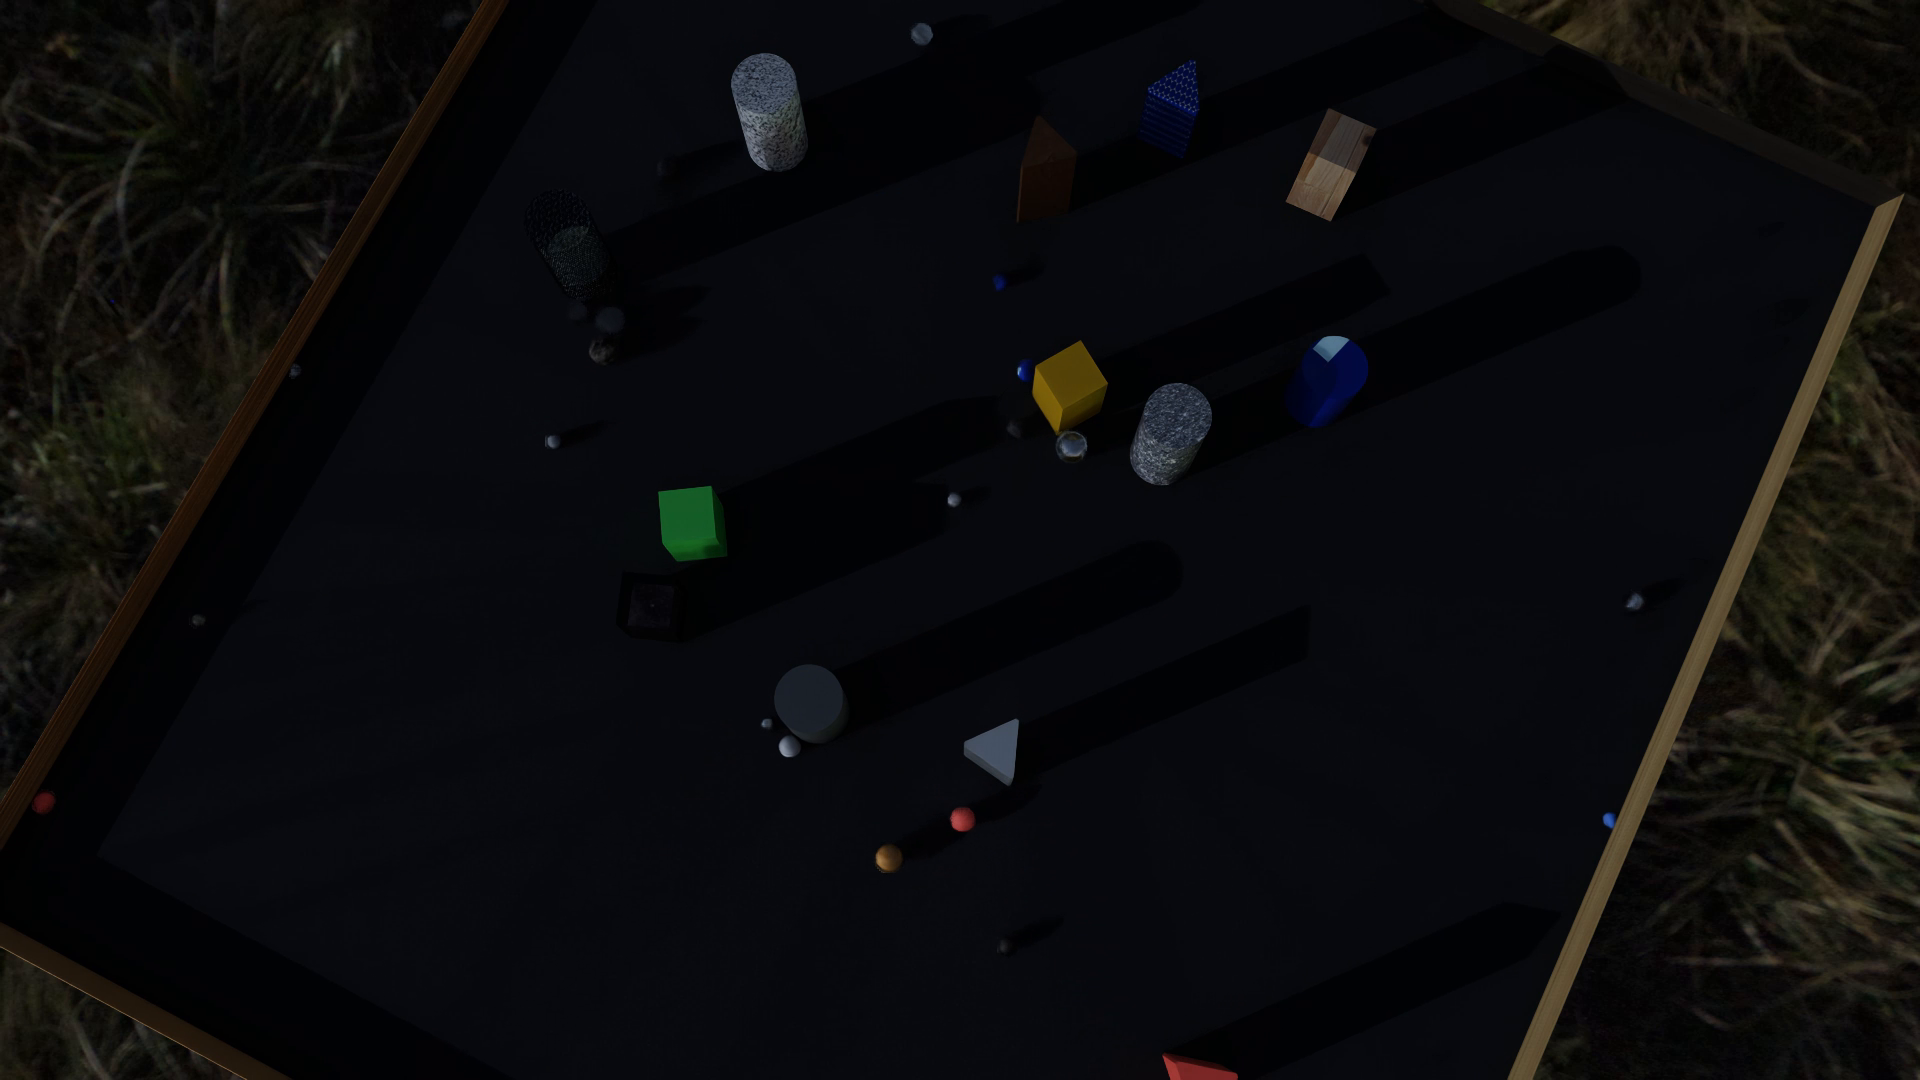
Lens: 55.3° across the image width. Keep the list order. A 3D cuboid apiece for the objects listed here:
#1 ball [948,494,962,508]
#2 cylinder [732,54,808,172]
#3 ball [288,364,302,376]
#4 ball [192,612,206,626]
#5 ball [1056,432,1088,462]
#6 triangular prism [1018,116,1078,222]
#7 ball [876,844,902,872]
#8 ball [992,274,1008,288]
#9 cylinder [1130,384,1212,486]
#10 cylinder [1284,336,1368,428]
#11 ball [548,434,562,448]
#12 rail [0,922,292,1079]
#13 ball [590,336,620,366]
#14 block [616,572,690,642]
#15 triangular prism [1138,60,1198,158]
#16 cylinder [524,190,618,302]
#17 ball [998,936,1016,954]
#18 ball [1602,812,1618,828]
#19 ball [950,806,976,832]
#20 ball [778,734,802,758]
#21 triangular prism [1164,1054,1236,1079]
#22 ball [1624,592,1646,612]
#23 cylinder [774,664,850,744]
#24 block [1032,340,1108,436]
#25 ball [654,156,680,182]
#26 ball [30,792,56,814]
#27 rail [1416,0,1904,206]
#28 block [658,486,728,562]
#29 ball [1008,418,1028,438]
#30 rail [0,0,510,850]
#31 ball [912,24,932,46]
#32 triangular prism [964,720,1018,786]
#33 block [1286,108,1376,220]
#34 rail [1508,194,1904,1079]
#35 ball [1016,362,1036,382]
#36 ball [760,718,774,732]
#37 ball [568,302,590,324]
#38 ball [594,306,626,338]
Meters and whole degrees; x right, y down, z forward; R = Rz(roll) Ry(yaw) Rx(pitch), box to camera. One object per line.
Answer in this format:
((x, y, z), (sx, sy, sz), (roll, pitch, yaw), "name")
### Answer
((-0.018, -0.120, 5.620), (0.043, 0.043, 0.043), (0, 78, 0), "ball")
((-0.584, -1.316, 5.669), (0.195, 0.431, 0.195), (0, 78, 0), "cylinder")
((-2.070, -0.529, 5.705), (0.041, 0.041, 0.041), (0, 78, 0), "ball")
((-2.304, 0.241, 5.545), (0.042, 0.042, 0.042), (0, 78, 0), "ball")
((0.342, -0.286, 5.626), (0.097, 0.097, 0.097), (0, 78, 0), "ball")
((0.247, -1.142, 5.627), (0.169, 0.443, 0.146), (-13, 79, -3), "triangular prism")
((-0.208, 0.932, 5.382), (0.081, 0.081, 0.081), (0, 78, 0), "ball")
((0.128, -0.814, 5.760), (0.049, 0.049, 0.049), (0, 78, 0), "ball")
((0.622, -0.309, 5.451), (0.195, 0.449, 0.195), (0, 78, 0), "cylinder")
((1.106, -0.476, 5.553), (0.195, 0.317, 0.195), (0, 78, 0), "cylinder")
((-1.251, -0.304, 5.656), (0.045, 0.045, 0.045), (0, 78, 0), "ball")
((-1.017, 1.999, 5.137), (4.288, 0.127, 0.045), (26, 80, 5), "rail")
((-1.102, -0.588, 5.691), (0.093, 0.093, 0.093), (0, 78, 0), "ball")
((-0.911, 0.202, 5.440), (0.156, 0.264, 0.156), (6, 78, 1), "block")
((0.676, -1.357, 5.718), (0.169, 0.352, 0.146), (26, 80, 5), "triangular prism")
((-1.177, -0.887, 5.570), (0.195, 0.450, 0.195), (0, 78, 0), "cylinder")
((0.138, 1.183, 5.345), (0.052, 0.052, 0.052), (0, 78, 0), "ball")
((1.925, 0.829, 5.423), (0.043, 0.043, 0.043), (0, 78, 0), "ball")
((0.008, 0.824, 5.408), (0.075, 0.075, 0.075), (0, 78, 0), "ball")
((-0.506, 0.614, 5.455), (0.067, 0.067, 0.067), (0, 78, 0), "ball")
((0.643, 1.501, 5.133), (0.146, 0.338, 0.169), (41, 81, 8), "triangular prism")
((2.040, 0.189, 5.545), (0.063, 0.063, 0.063), (0, 78, 0), "ball")
((-0.428, 0.482, 5.344), (0.195, 0.338, 0.195), (0, 78, 0), "cylinder")
((0.330, -0.456, 5.554), (0.156, 0.308, 0.156), (-30, 80, -6), "block")
((-0.930, -1.178, 5.819), (0.080, 0.080, 0.080), (0, 78, 0), "ball")
((-2.713, 0.779, 5.421), (0.066, 0.066, 0.066), (0, 78, 0), "ball")
((1.017, -1.986, 5.962), (4.288, 0.127, 0.045), (26, 80, 5), "rail")
((-0.796, -0.046, 5.482), (0.156, 0.281, 0.156), (-6, 78, -1), "block")
((0.178, -0.347, 5.656), (0.064, 0.064, 0.064), (0, 78, 0), "ball")
((-1.897, -0.922, 5.742), (0.045, 0.127, 4.597), (26, 80, 5), "rail")
((-0.123, -1.632, 5.919), (0.070, 0.070, 0.070), (0, 78, 0), "ball")
((0.121, 0.597, 5.340), (0.169, 0.300, 0.146), (35, 80, 7), "triangular prism")
((1.142, -1.153, 5.658), (0.156, 0.386, 0.156), (25, 79, 5), "block")
((1.897, 0.935, 5.357), (0.045, 0.127, 4.597), (26, 80, 5), "rail")
((0.209, -0.522, 5.691), (0.065, 0.065, 0.065), (0, 78, 0), "ball")
((-0.577, 0.552, 5.482), (0.040, 0.040, 0.040), (0, 78, 0), "ball")
((-1.192, -0.707, 5.727), (0.069, 0.069, 0.069), (0, 78, 0), "ball")
((-1.089, -0.680, 5.708), (0.095, 0.095, 0.095), (0, 78, 0), "ball")
